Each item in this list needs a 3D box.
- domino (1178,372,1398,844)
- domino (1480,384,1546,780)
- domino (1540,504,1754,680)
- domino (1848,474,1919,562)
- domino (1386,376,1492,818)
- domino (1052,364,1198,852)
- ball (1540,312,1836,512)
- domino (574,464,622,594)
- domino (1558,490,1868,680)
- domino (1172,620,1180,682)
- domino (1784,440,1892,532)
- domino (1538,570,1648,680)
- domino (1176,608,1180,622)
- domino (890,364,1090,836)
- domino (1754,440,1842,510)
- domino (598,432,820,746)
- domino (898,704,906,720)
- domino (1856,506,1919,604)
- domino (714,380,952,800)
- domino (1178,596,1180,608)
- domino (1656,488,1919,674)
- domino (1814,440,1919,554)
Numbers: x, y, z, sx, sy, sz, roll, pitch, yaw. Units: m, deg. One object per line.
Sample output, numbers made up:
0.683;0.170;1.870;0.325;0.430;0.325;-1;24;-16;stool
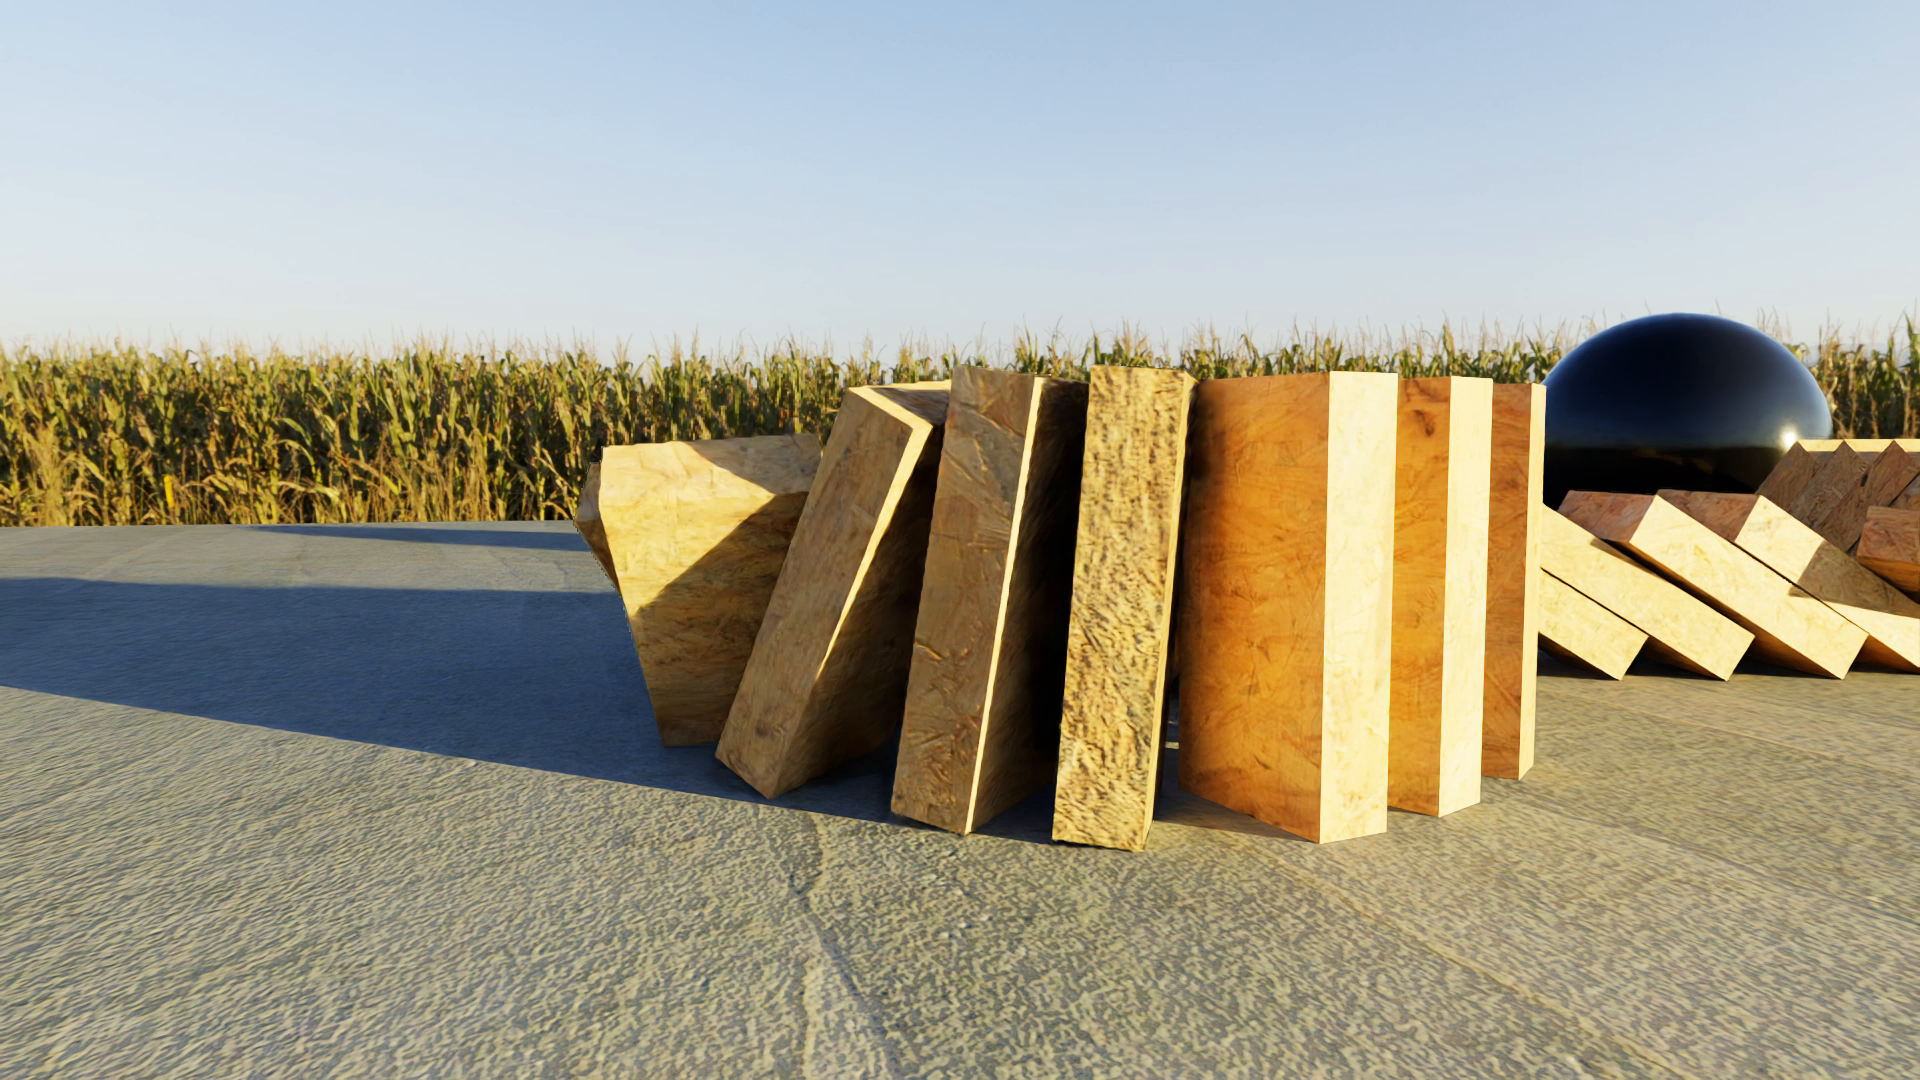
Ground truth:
0.037;0.006;0.148;0.009;0.050;0.025;-2;5;-27;domino
0.063;0.005;0.172;0.025;0.050;0.010;3;5;34;domino
0.118;0.008;0.241;0.050;0.010;0.025;31;3;-4;domino
0.218;-0.001;0.287;0.025;0.050;0.009;-1;46;-11;domino
0.050;0.006;0.157;0.010;0.050;0.025;-4;6;-41;domino
0.019;0.006;0.145;0.010;0.050;0.025;6;5;13;domino
0.205;-0.025;0.371;0.080;0.080;0.080;0;4;0;ball
-0.033;0.008;0.185;0.025;0.010;0.050;-3;-37;8;domino
0.139;0.008;0.240;0.050;0.010;0.025;30;0;-9;domino
0.016;0.006;0.226;0.050;0.010;0.025;37;-5;-8;domino
0.213;-0.003;0.312;0.025;0.050;0.010;-1;46;-11;domino
0.099;0.007;0.242;0.050;0.009;0.025;31;3;-3;domino
0.022;0.006;0.254;0.050;0.009;0.025;30;4;-1;domino
0.006;0.006;0.149;0.010;0.050;0.025;12;9;25;domino
0.210;-0.004;0.325;0.025;0.050;0.009;-1;46;-11;domino
-0.029;0.008;0.166;0.025;0.050;0.009;-4;49;-6;domino
0.000;0.005;0.186;0.025;0.050;0.009;0;39;0;domino
0.184;0.009;0.240;0.025;0.010;0.050;13;-12;39;domino
-0.011;0.006;0.157;0.009;0.050;0.025;33;24;23;domino
0.043;0.007;0.248;0.050;0.010;0.025;30;5;0;domino
0.158;0.007;0.243;0.050;0.009;0.025;30;-1;-12;domino
0.215;-0.002;0.299;0.025;0.050;0.009;-1;46;-11;domino
